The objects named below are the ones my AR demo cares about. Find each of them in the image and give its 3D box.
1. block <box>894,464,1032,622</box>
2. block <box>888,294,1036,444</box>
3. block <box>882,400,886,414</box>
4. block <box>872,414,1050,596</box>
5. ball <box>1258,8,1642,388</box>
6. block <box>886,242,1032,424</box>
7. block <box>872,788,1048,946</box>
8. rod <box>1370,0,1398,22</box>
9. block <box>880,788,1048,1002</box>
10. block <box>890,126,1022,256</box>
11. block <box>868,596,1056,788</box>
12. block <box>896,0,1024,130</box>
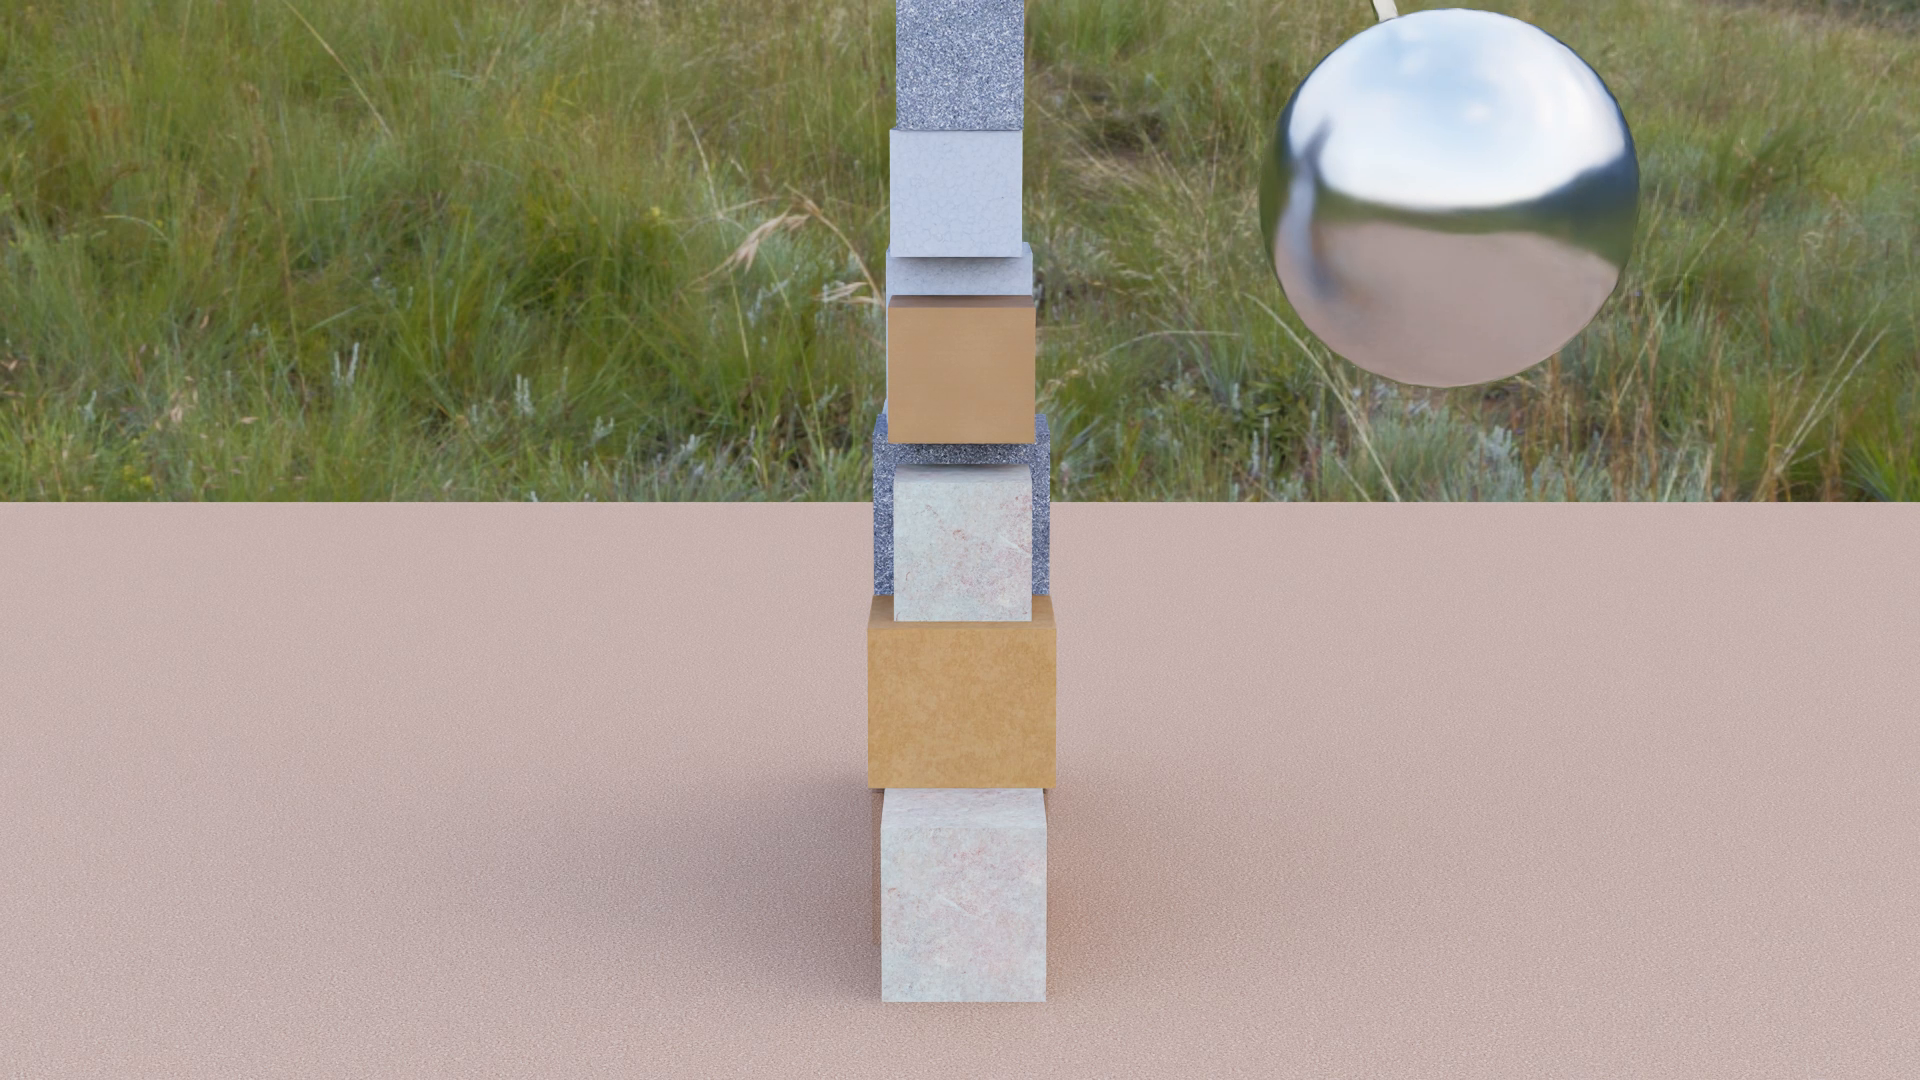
[{"bbox_3d":[0.011,0.003,10.505,0.551,0.561,0.547,0,10,0],"label":"block"},{"bbox_3d":[0.006,-0.719,10.690,0.596,0.552,0.605,0,10,0],"label":"block"},{"bbox_3d":[-0.017,-0.281,11.744,0.666,0.638,0.670,0,11,0],"label":"block"},{"bbox_3d":[0.007,-0.138,11.093,0.741,0.736,0.654,0,10,0],"label":"block"},{"bbox_3d":[2.074,-1.450,10.917,1.600,1.600,1.600,0,10,0],"label":"ball"},{"bbox_3d":[-0.004,-0.925,11.325,0.624,0.731,0.698,0,10,0],"label":"block"},{"bbox_3d":[0.000,1.267,10.802,0.713,0.641,0.796,0,10,0],"label":"block"},{"bbox_3d":[0.899,-4.588,10.346,0.080,5.200,0.080,-20,10,4],"label":"rod"},{"bbox_3d":[0.015,1.373,10.083,0.629,0.690,0.636,0,10,0],"label":"block"},{"bbox_3d":[-0.016,-1.486,10.910,0.547,0.522,0.562,0,10,0],"label":"block"},{"bbox_3d":[0.008,0.612,10.538,0.749,0.650,0.699,0,10,0],"label":"block"},{"bbox_3d":[0.000,-2.034,10.811,0.524,0.590,0.598,0,10,0],"label":"block"}]
